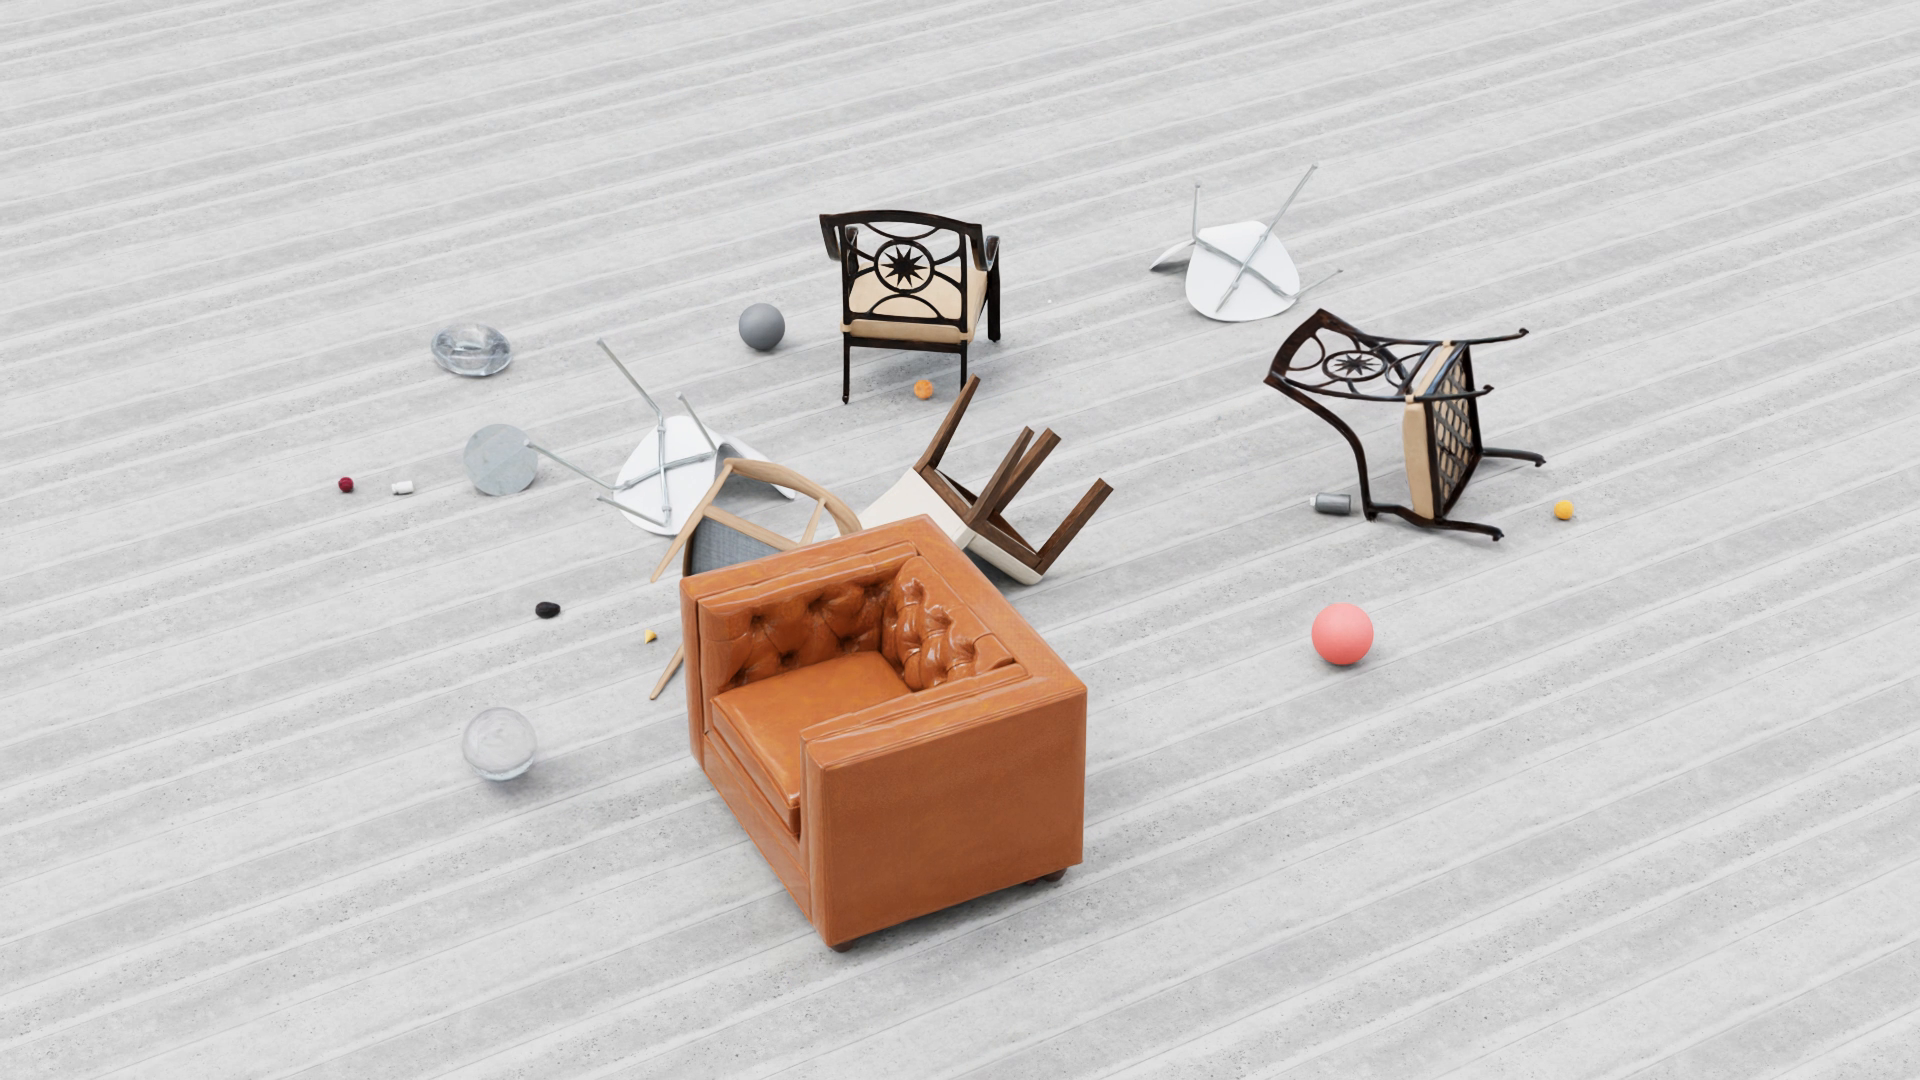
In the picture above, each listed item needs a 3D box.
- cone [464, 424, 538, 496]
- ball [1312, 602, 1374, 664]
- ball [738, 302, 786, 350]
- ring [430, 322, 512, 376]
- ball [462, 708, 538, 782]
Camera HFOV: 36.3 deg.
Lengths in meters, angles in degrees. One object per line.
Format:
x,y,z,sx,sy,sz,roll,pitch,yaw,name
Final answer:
-1.775,-0.292,11.296,0.285,0.145,0.284,-31,86,-18,cone
1.337,0.327,10.250,0.218,0.218,0.218,0,33,0,ball
-0.818,-0.882,12.106,0.195,0.195,0.195,0,33,0,ball
-2.008,-0.785,12.047,0.381,0.101,0.299,29,44,35,ring
-1.522,0.677,9.692,0.248,0.248,0.248,0,33,0,ball
